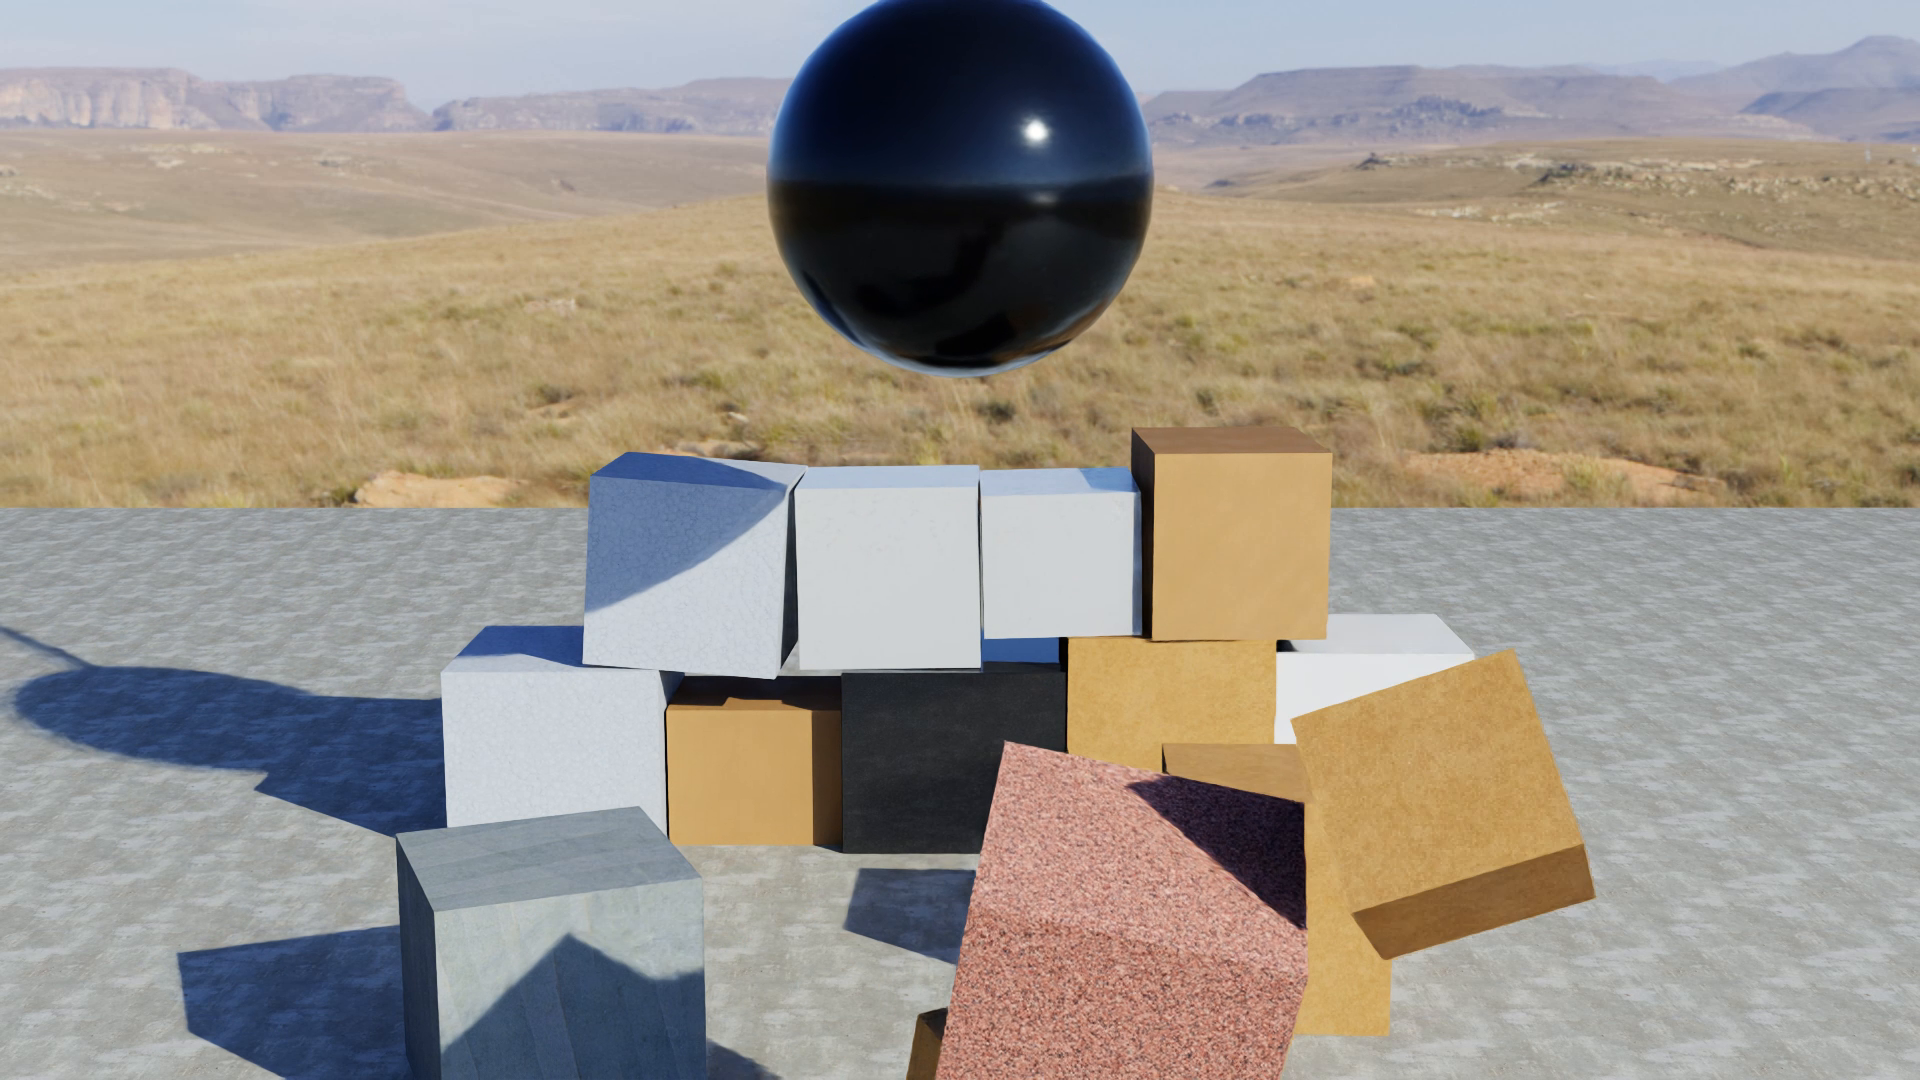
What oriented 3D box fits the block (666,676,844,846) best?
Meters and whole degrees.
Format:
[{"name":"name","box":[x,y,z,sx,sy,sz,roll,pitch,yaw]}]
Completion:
[{"name":"block","box":[-1.029,1.130,11.391,0.873,0.700,0.727,0,10,0]}]

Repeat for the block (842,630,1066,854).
[{"name":"block","box":[-0.032,1.020,11.361,1.102,0.928,0.981,0,10,0]}]

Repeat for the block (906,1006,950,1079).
[{"name":"block","box":[0.340,1.872,6.652,0.805,0.762,0.721,-6,29,-31]}]

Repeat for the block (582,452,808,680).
[{"name":"block","box":[-1.325,0.110,11.143,0.953,0.937,0.875,4,10,3]}]

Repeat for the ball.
[{"name":"ball","box":[0.000,-1.469,9.048,1.600,1.600,1.600,0,10,0]}]

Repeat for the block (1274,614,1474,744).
[{"name":"block","box":[2.048,0.975,11.377,0.971,1.011,0.913,0,10,0]}]

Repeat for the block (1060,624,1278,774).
[{"name":"block","box":[1.042,0.933,11.367,1.023,1.097,1.026,0,10,0]}]

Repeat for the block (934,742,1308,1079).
[{"name":"block","box":[0.426,1.230,6.061,0.862,0.899,0.836,12,25,3]}]

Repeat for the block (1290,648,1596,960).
[{"name":"block","box":[1.297,0.722,5.873,0.600,0.538,0.631,-19,-26,11]}]

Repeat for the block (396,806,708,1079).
[{"name":"block","box":[-1.539,1.607,8.219,0.949,0.897,0.935,-4,11,-22]}]

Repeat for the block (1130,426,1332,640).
[{"name":"block","box":[1.349,-0.054,11.162,0.859,0.919,1.000,0,10,-2]}]

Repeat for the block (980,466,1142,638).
[{"name":"block","box":[0.500,0.051,11.174,0.777,0.710,0.855,-1,10,0]}]

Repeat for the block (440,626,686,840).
[{"name":"block","box":[-2.009,1.015,11.353,1.059,0.940,1.056,0,10,0]}]

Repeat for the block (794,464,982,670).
[{"name":"block","box":[-0.345,0.124,11.191,0.894,0.901,0.813,-1,10,1]}]

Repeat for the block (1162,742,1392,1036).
[{"name":"block","box":[1.286,1.420,9.081,0.873,0.956,0.852,0,10,2]}]
